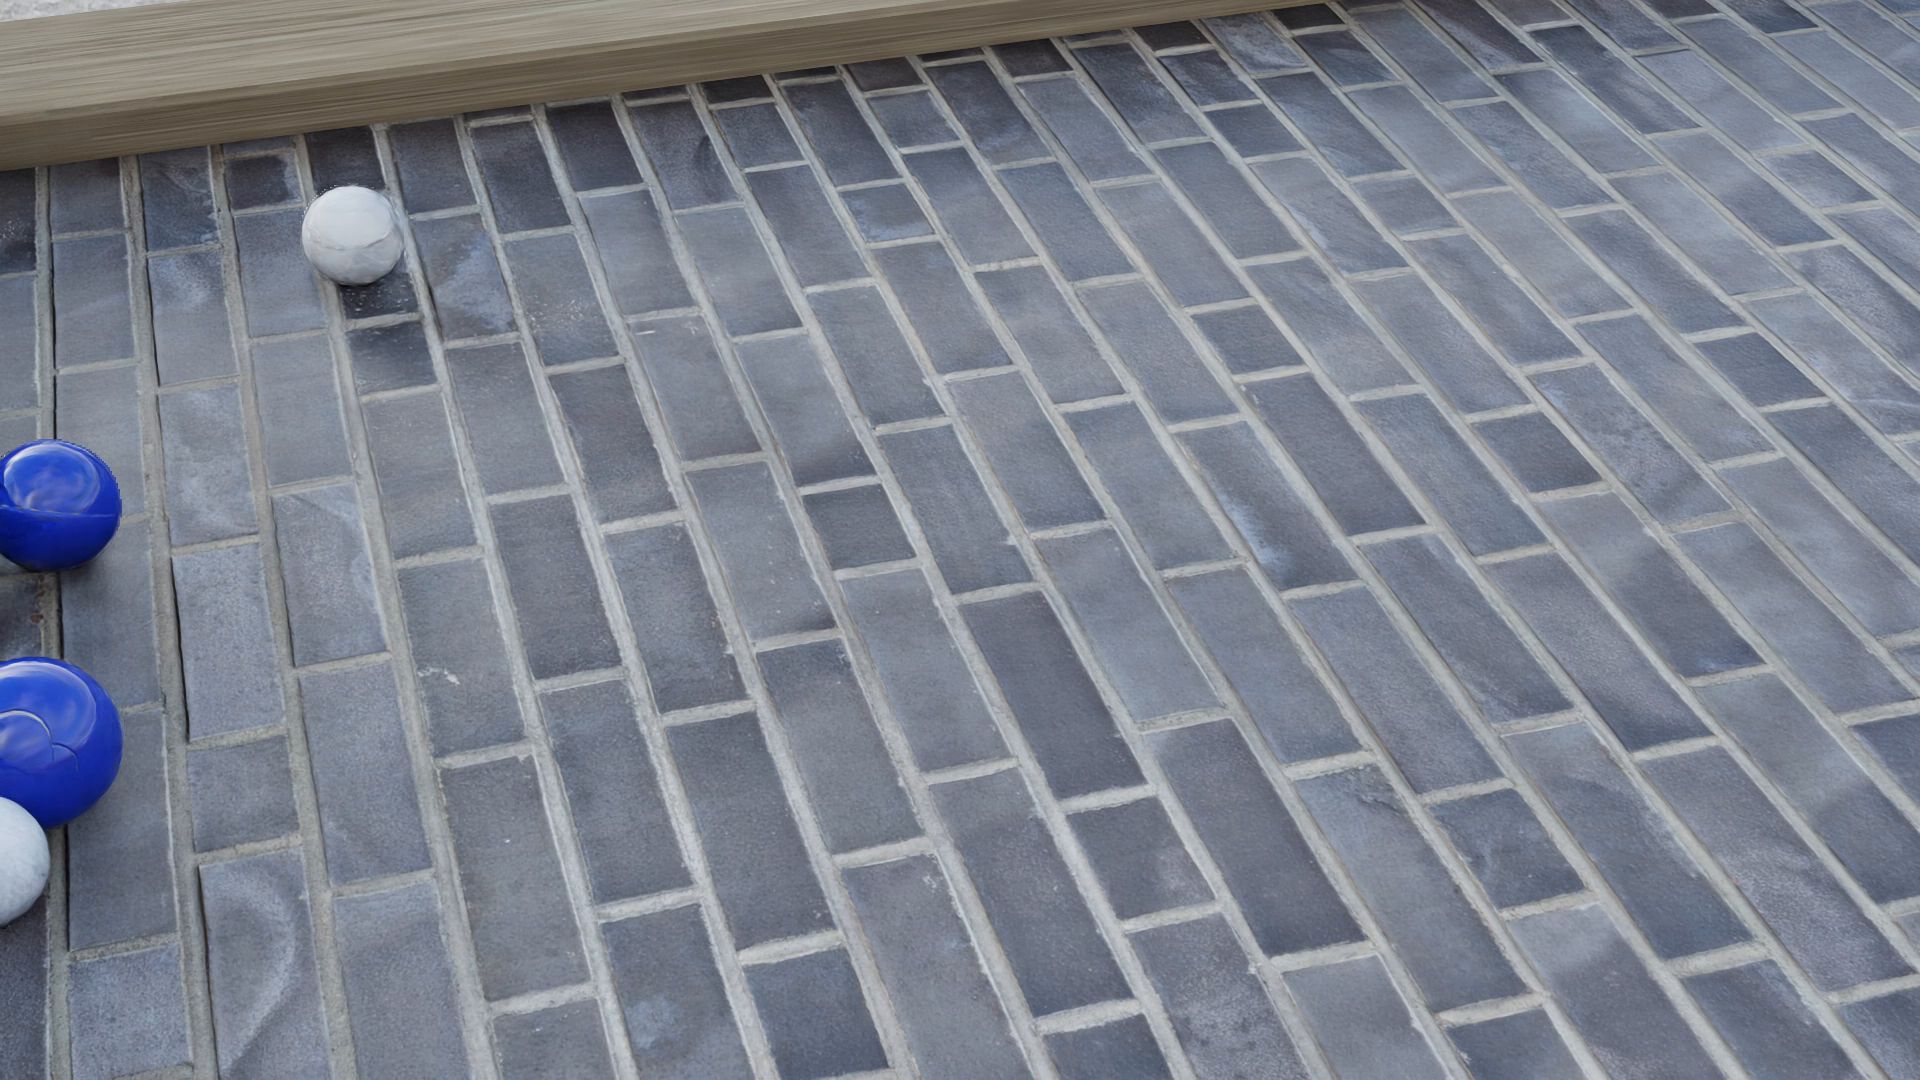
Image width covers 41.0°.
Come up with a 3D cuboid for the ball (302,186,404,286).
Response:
[{"bbox_3d":[-0.452,-0.227,1.912,0.075,0.075,0.075,0,35,0],"label":"ball"}]

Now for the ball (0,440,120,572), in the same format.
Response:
[{"bbox_3d":[-0.573,-0.021,1.615,0.083,0.083,0.083,0,35,0],"label":"ball"}]

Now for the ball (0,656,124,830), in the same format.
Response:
[{"bbox_3d":[-0.512,0.112,1.416,0.096,0.096,0.096,0,35,0],"label":"ball"}]

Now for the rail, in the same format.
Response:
[{"bbox_3d":[0.412,-0.544,2.314,2.621,0.125,0.045,-10,37,-14],"label":"rail"}]

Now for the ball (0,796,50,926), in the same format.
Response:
[{"bbox_3d":[-0.519,0.170,1.355,0.072,0.072,0.072,0,35,0],"label":"ball"}]
